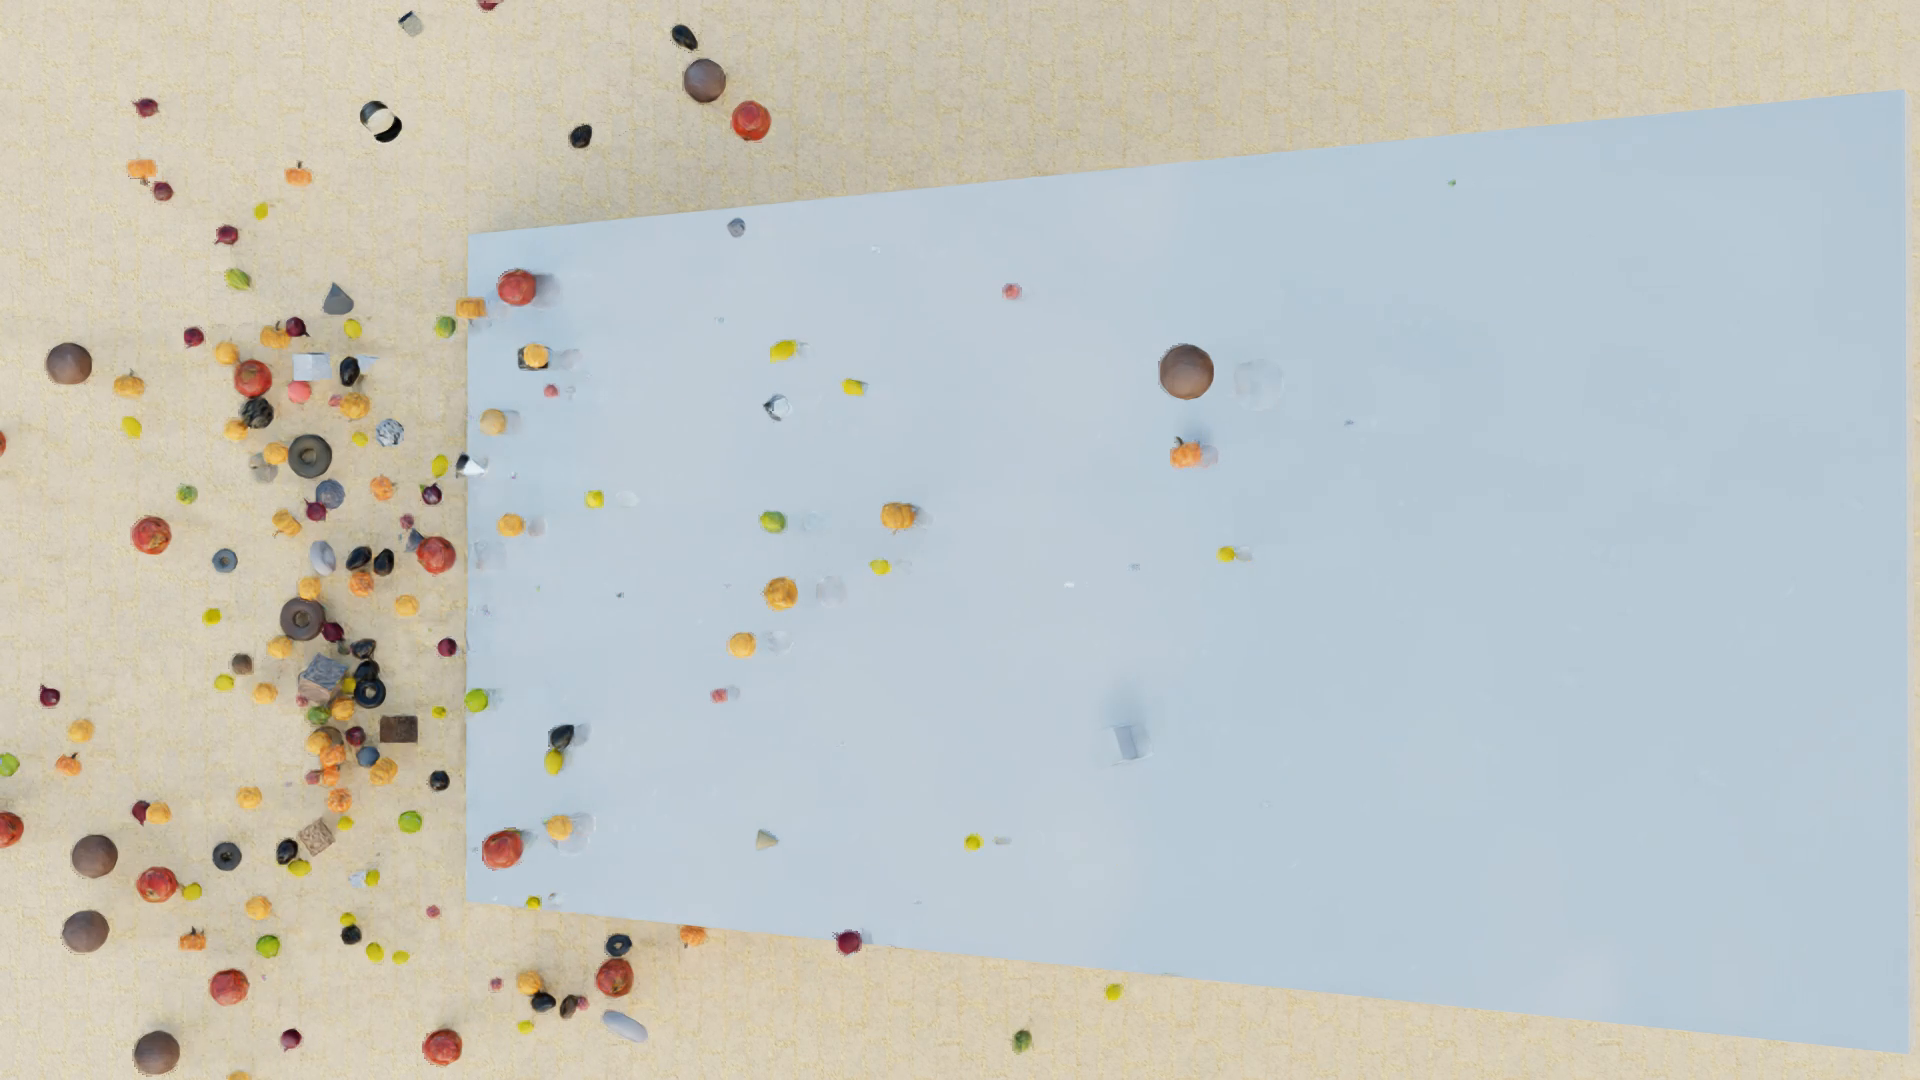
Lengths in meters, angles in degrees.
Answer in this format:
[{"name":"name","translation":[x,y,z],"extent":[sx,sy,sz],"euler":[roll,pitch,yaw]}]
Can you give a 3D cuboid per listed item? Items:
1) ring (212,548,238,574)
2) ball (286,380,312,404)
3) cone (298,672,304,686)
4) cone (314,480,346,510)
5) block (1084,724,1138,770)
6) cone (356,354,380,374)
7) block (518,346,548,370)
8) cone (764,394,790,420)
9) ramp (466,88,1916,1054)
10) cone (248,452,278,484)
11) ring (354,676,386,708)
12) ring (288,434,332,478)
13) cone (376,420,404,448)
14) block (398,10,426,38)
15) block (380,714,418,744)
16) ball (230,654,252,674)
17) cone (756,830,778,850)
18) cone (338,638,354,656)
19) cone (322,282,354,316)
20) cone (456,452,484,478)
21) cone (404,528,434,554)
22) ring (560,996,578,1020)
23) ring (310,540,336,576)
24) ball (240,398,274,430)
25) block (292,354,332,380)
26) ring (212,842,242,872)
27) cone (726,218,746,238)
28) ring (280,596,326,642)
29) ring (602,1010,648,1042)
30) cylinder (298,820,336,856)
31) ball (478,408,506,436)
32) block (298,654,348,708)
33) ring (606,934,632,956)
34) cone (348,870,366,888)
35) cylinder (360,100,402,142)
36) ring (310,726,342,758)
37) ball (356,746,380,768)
[{"name":"ring","translation":[-2.228,0.064,6.669],"extent":[0.075,0.025,0.075],"euler":[0,88,0]},{"name":"ball","translation":[-1.999,-0.449,6.651],"extent":[0.070,0.070,0.070],"euler":[0,89,0]},{"name":"cone","translation":[-1.986,0.426,6.646],"extent":[0.058,0.058,0.058],"euler":[0,91,5]},{"name":"cone","translation":[-1.915,-0.139,6.637],"extent":[0.092,0.092,0.092],"euler":[0,89,0]},{"name":"block","translation":[0.374,0.512,5.442],"extent":[0.086,0.086,0.086],"euler":[-21,79,29]},{"name":"cone","translation":[-1.778,-0.540,6.629],"extent":[0.062,0.062,0.062],"euler":[-22,89,-24]},{"name":"block","translation":[-1.249,-0.532,6.430],"extent":[0.060,0.060,0.060],"euler":[-6,87,31]},{"name":"cone","translation":[-0.515,-0.362,5.986],"extent":[0.072,0.072,0.072],"euler":[0,89,31]},{"name":"ramp","translation":[0.267,0.074,5.618],"extent":[4.000,0.100,2.000],"euler":[0,89,31]},{"name":"cone","translation":[-2.119,-0.219,6.636],"extent":[0.096,0.096,0.096],"euler":[0,89,0]},{"name":"ring","translation":[-1.787,0.462,6.662],"extent":[0.098,0.033,0.098],"euler":[0,88,1]},{"name":"ring","translation":[-1.970,-0.254,6.659],"extent":[0.135,0.045,0.135],"euler":[0,86,4]},{"name":"cone","translation":[-1.716,-0.326,6.614],"extent":[0.086,0.086,0.086],"euler":[1,85,-13]},{"name":"block","translation":[-1.663,-1.563,6.671],"extent":[0.052,0.052,0.052],"euler":[-38,90,0]},{"name":"block","translation":[-1.688,0.568,6.620],"extent":[0.080,0.080,0.080],"euler":[1,89,-41]},{"name":"ball","translation":[-2.171,0.376,6.647],"extent":[0.064,0.064,0.064],"euler":[0,89,0]},{"name":"cone","translation":[-0.521,0.822,6.005],"extent":[0.060,0.060,0.060],"euler":[6,89,4]},{"name":"cone","translation":[-1.866,0.323,6.653],"extent":[0.052,0.052,0.052],"euler":[0,89,0]},{"name":"cone","translation":[-1.892,-0.747,6.668],"extent":[0.093,0.093,0.093],"euler":[-19,63,0]},{"name":"cone","translation":[-1.453,-0.213,6.562],"extent":[0.081,0.081,0.081],"euler":[15,89,3]},{"name":"cone","translation":[-1.624,0.013,6.646],"extent":[0.083,0.083,0.083],"euler":[18,89,-8]},{"name":"ring","translation":[-1.182,1.410,6.637],"extent":[0.025,0.075,0.075],"euler":[28,89,-32]},{"name":"ring","translation":[-1.921,0.055,6.629],"extent":[0.037,0.112,0.112],"euler":[-17,89,11]},{"name":"ball","translation":[-2.120,-0.382,6.637],"extent":[0.096,0.096,0.096],"euler":[0,89,0]},{"name":"block","translation":[-1.954,-0.523,6.630],"extent":[0.077,0.077,0.077],"euler":[2,98,29]},{"name":"ring","translation":[-2.220,0.959,6.659],"extent":[0.087,0.029,0.087],"euler":[0,88,0]},{"name":"cone","translation":[-0.630,-0.864,6.069],"extent":[0.055,0.055,0.055],"euler":[0,89,31]},{"name":"ring","translation":[-1.990,0.239,6.657],"extent":[0.137,0.046,0.137],"euler":[0,89,-1]},{"name":"ring","translation":[-0.989,1.439,6.502],"extent":[0.146,0.146,0.049],"euler":[29,69,0]},{"name":"cylinder","translation":[-1.940,0.898,6.632],"extent":[0.082,0.082,0.082],"euler":[-36,90,0]},{"name":"ball","translation":[-1.380,-0.348,6.494],"extent":[0.081,0.081,0.081],"euler":[0,89,0]},{"name":"block","translation":[-1.915,0.423,6.604],"extent":[0.099,0.099,0.099],"euler":[27,48,-3]},{"name":"ring","translation":[-1.031,1.223,6.641],"extent":[0.077,0.026,0.077],"euler":[-5,45,5]},{"name":"cone","translation":[-1.806,1.011,6.632],"extent":[0.057,0.057,0.057],"euler":[39,122,0]},{"name":"cylinder","translation":[-1.736,-1.255,6.591],"extent":[0.092,0.092,0.092],"euler":[-45,60,0]},{"name":"ring","translation":[-1.918,0.613,6.660],"extent":[0.098,0.033,0.098],"euler":[0,89,0]},{"name":"ball","translation":[-1.788,0.655,6.642],"extent":[0.068,0.068,0.068],"euler":[0,89,0]}]
